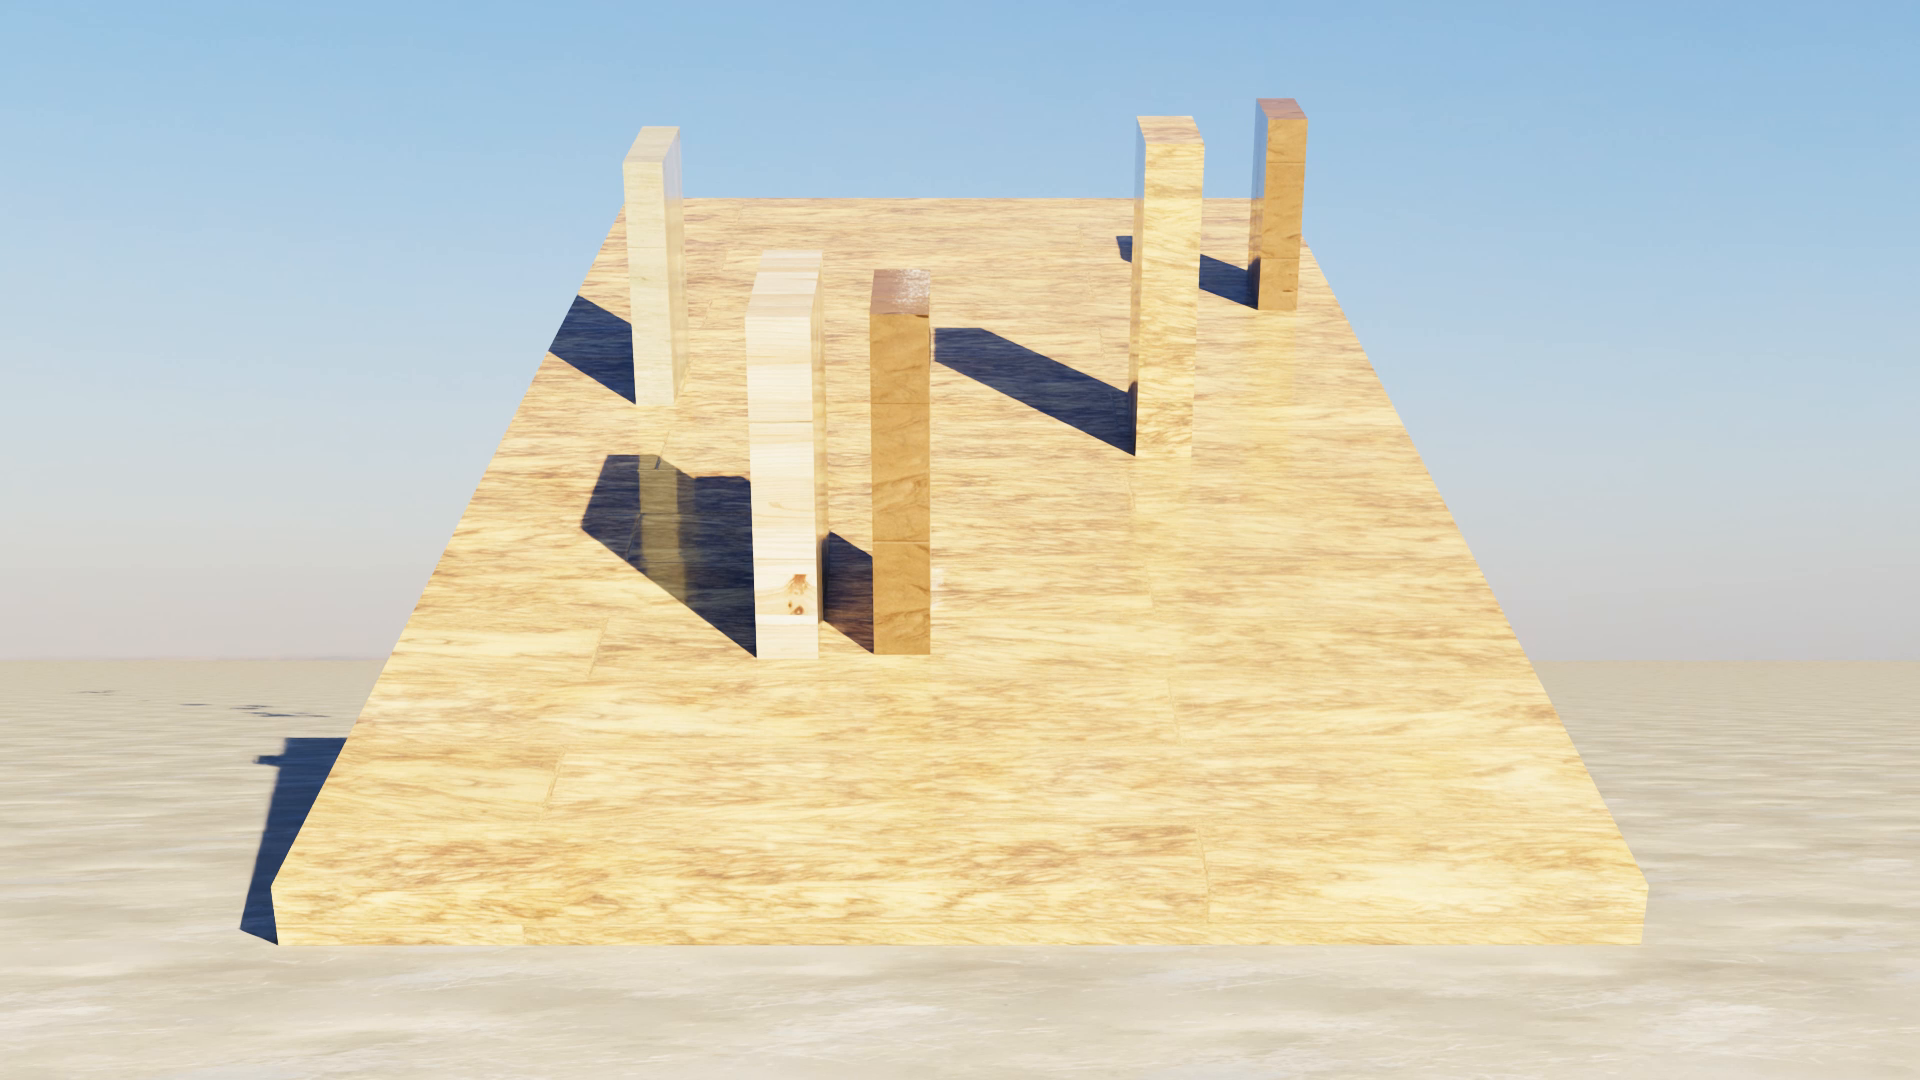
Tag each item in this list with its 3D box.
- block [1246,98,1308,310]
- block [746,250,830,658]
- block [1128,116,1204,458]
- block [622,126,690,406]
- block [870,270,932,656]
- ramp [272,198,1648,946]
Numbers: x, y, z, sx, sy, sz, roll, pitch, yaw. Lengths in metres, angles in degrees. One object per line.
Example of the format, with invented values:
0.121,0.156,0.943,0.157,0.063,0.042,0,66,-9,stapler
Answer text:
0.821,-0.872,5.988,0.099,0.498,0.251,0,23,0,block
-0.302,-0.159,4.120,0.108,0.624,0.414,0,23,0,block
0.439,-0.545,4.968,0.119,0.683,0.264,0,23,0,block
-0.698,-0.637,5.336,0.086,0.564,0.357,0,23,0,block
-0.102,-0.137,4.068,0.099,0.625,0.269,0,23,0,block
-0.007,-0.224,5.214,2.000,0.100,4.000,0,23,0,ramp
